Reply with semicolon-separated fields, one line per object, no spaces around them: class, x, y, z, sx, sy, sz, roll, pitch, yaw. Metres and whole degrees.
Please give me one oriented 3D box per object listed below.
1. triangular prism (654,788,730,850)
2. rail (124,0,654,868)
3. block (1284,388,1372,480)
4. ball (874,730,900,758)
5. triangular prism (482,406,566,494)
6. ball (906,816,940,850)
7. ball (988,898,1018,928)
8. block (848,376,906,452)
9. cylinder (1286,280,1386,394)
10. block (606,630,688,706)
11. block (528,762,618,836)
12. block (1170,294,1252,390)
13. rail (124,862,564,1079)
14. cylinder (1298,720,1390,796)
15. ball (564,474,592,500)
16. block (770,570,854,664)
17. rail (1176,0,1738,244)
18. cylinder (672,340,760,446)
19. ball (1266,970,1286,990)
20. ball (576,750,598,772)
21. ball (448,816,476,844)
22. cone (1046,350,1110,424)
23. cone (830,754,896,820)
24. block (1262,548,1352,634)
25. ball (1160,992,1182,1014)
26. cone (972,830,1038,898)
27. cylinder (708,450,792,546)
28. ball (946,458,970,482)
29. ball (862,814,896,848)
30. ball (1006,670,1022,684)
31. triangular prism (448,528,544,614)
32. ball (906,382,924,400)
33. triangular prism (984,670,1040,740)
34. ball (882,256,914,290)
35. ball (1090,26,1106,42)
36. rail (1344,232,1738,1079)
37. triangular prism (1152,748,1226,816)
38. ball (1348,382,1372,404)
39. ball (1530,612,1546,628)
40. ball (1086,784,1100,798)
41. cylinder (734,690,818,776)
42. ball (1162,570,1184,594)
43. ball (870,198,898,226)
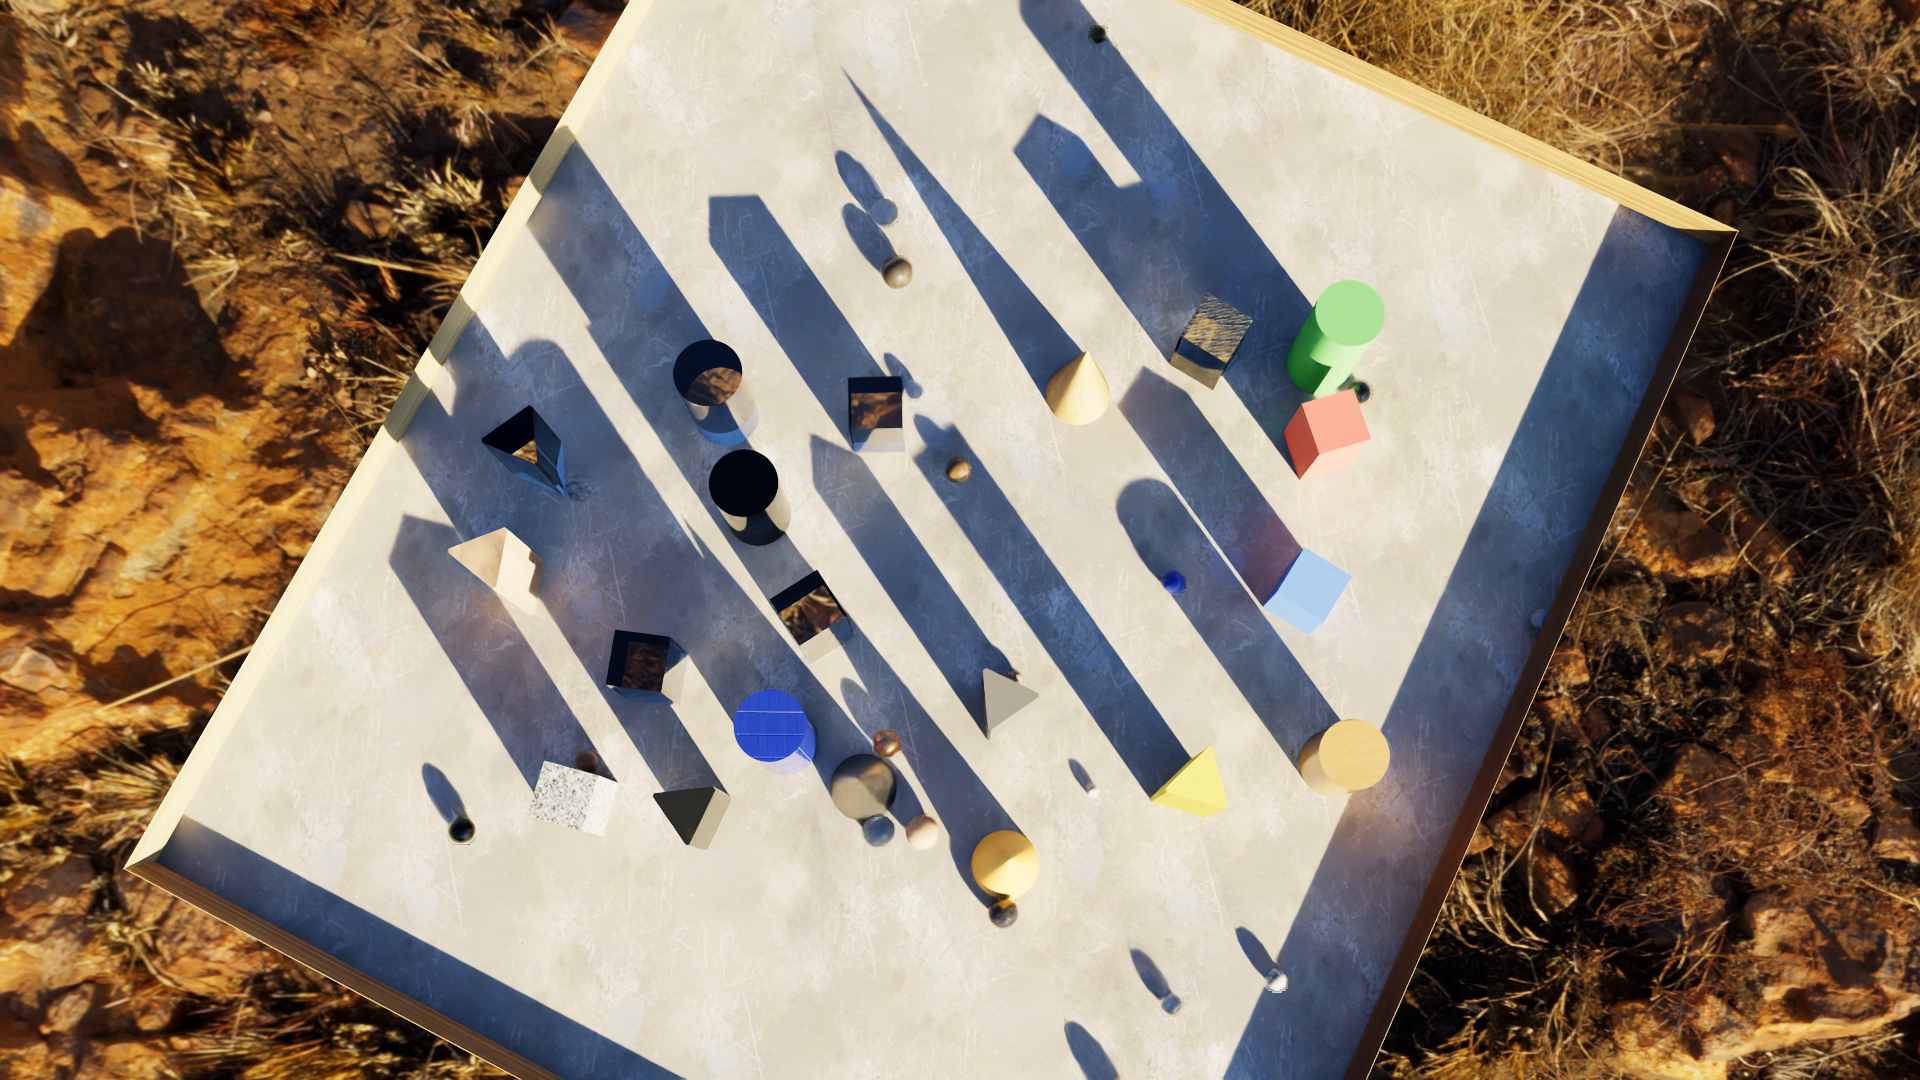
triangular prism;-0.743;0.770;5.269;0.150;0.370;0.173;-35;80;-7
rail;-1.521;-0.738;5.702;0.045;0.130;3.903;26;80;5
block;1.101;-0.315;5.517;0.160;0.322;0.160;-17;79;-3
ball;-0.217;0.605;5.450;0.081;0.081;0.081;0;78;0
triangular prism;-1.266;-0.280;5.468;0.173;0.405;0.150;22;79;4
ball;-0.110;0.859;5.388;0.099;0.099;0.099;0;78;0
ball;0.127;1.088;5.346;0.089;0.089;0.089;0;78;0
block;-0.250;-0.378;5.553;0.160;0.278;0.160;-1;78;0
cylinder;1.119;-0.601;5.491;0.200;0.490;0.200;0;78;0
block;-0.912;0.377;5.362;0.160;0.347;0.160;7;78;2
block;-1.115;0.750;5.299;0.160;0.318;0.160;14;79;3
block;0.764;-0.603;5.594;0.160;0.289;0.160;32;80;6
rail;-0.862;1.695;5.198;3.449;0.130;0.045;26;80;5
cylinder;1.112;0.636;5.323;0.200;0.317;0.200;0;78;0
ball;-1.170;-0.162;5.609;0.080;0.080;0.080;0;78;0
block;-0.430;0.229;5.376;0.160;0.378;0.160;-32;80;-6
rail;0.862;-1.681;5.897;3.449;0.130;0.045;26;80;5
cylinder;-0.724;-0.434;5.477;0.200;0.450;0.200;0;78;0
ball;0.919;1.277;5.321;0.060;0.060;0.060;0;78;0
ball;-1.109;0.660;5.445;0.068;0.068;0.068;0;78;0
ball;-1.468;0.855;5.400;0.079;0.079;0.079;0;78;0
cone;0.368;-0.501;5.489;0.200;0.453;0.200;0;78;0
cone;-0.287;0.703;5.298;0.200;0.340;0.200;0;78;0
block;1.031;0.155;5.454;0.160;0.257;0.160;32;80;6
ball;0.612;1.344;5.307;0.062;0.062;0.062;0;78;0
cone;0.134;0.913;5.196;0.200;0.454;0.200;0;78;0
cylinder;-0.618;-0.121;5.433;0.200;0.408;0.200;0;78;0
ball;-0.007;-0.217;5.623;0.075;0.075;0.075;0;78;0
ball;-0.239;0.856;5.391;0.095;0.095;0.095;0;78;0
ball;0.161;0.416;5.507;0.045;0.045;0.045;0;78;0
triangular prism;-1.320;0.071;5.363;0.173;0.467;0.150;38;81;7
ball;-0.141;-0.462;5.685;0.054;0.054;0.054;0;78;0
triangular prism;0.112;0.459;5.361;0.173;0.314;0.150;-34;80;-7
ball;-0.196;-0.836;5.739;0.100;0.100;0.100;0;78;0
ball;0.449;-1.636;5.929;0.052;0.052;0.052;0;78;0
rail;1.521;0.752;5.394;0.045;0.130;3.903;26;80;5
triangular prism;0.672;0.685;5.259;0.173;0.423;0.150;16;79;3
ball;1.237;-0.457;5.675;0.071;0.071;0.071;0;78;0
ball;1.752;0.242;5.540;0.053;0.053;0.053;0;78;0
ball;0.393;0.745;5.442;0.040;0.040;0.040;0;78;0
cylinder;-0.522;0.557;5.260;0.200;0.472;0.200;0;78;0
ball;0.646;0.127;5.555;0.069;0.069;0.069;0;78;0
ball;-0.239;-1.035;5.785;0.089;0.089;0.089;0;78;0
